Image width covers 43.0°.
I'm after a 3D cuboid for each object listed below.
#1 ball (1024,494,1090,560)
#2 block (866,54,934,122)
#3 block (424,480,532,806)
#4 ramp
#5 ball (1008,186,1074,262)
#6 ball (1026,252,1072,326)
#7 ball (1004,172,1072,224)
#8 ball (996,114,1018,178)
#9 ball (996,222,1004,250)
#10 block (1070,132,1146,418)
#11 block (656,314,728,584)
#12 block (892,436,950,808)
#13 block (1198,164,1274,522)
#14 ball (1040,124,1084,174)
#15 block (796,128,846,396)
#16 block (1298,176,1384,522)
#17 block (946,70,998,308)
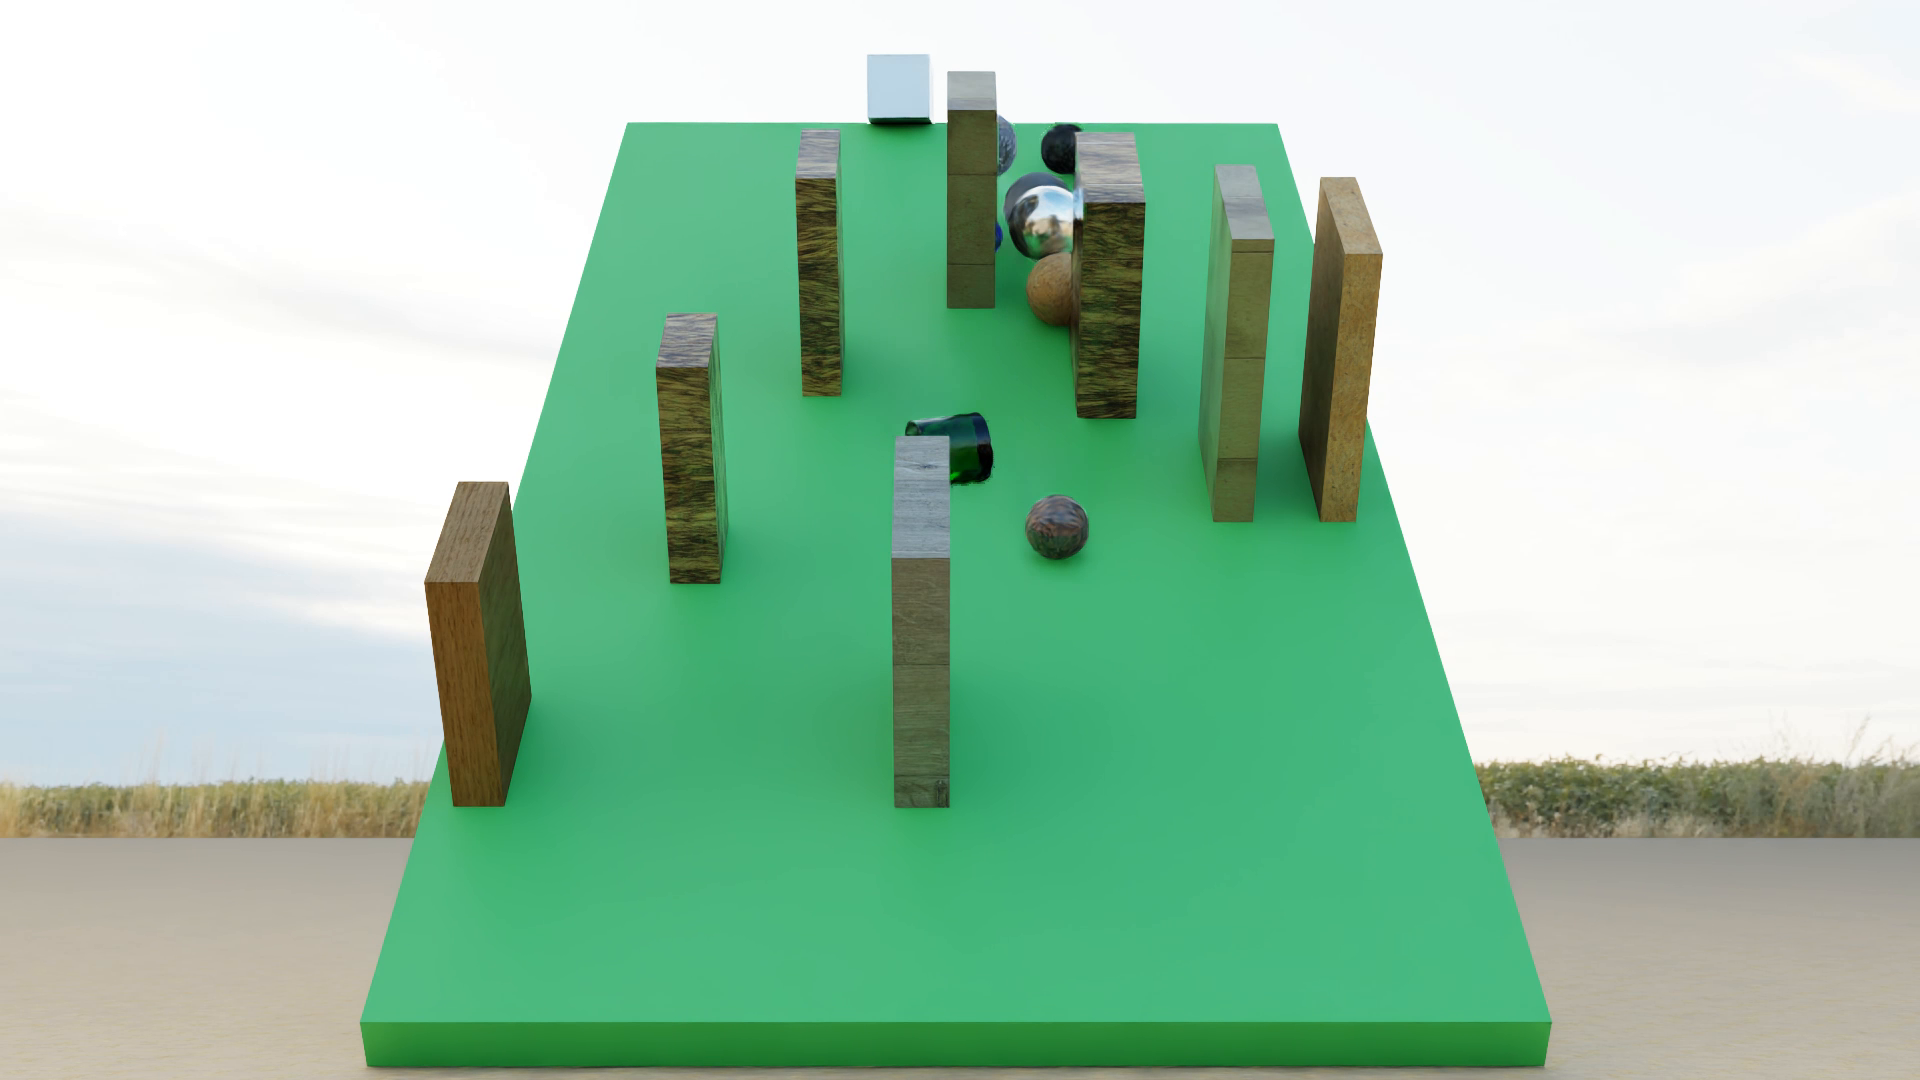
[{"bbox_3d":[0.213,-0.028,5.321,0.142,0.142,0.142,0,-7,0],"label":"ball"},{"bbox_3d":[-0.181,-1.378,7.468,0.191,0.191,0.191,0,2,3],"label":"block"},{"bbox_3d":[-0.905,0.195,4.607,0.096,0.500,0.357,0,32,0],"label":"block"},{"bbox_3d":[-0.014,-0.195,5.821,2.000,0.100,4.000,0,32,0],"label":"ramp"},{"bbox_3d":[0.229,-0.824,6.378,0.204,0.204,0.204,0,-7,0],"label":"ball"},{"bbox_3d":[0.264,-0.644,6.278,0.190,0.190,0.190,0,-7,0],"label":"ball"},{"bbox_3d":[0.217,-0.914,6.702,0.194,0.194,0.194,0,-7,0],"label":"ball"},{"bbox_3d":[0.066,-1.098,6.787,0.191,0.191,0.191,0,-7,0],"label":"ball"},{"bbox_3d":[0.062,-0.829,6.652,0.111,0.111,0.111,0,-7,0],"label":"ball"},{"bbox_3d":[0.353,-0.644,5.921,0.142,0.564,0.422,0,32,0],"label":"block"},{"bbox_3d":[-0.570,-0.194,5.220,0.107,0.524,0.249,0,32,0],"label":"block"},{"bbox_3d":[-0.071,0.152,4.631,0.104,0.554,0.443,0,32,0],"label":"block"},{"bbox_3d":[0.614,-0.440,5.466,0.089,0.693,0.399,0,32,0],"label":"block"},{"bbox_3d":[0.309,-1.142,7.130,0.148,0.148,0.148,0,-7,0],"label":"ball"},{"bbox_3d":[-0.339,-0.676,5.958,0.095,0.575,0.303,0,32,0],"label":"block"},{"bbox_3d":[0.850,-0.429,5.481,0.080,0.660,0.409,0,32,0],"label":"block"},{"bbox_3d":[0.029,-0.913,6.369,0.126,0.552,0.271,0,32,0],"label":"block"}]
